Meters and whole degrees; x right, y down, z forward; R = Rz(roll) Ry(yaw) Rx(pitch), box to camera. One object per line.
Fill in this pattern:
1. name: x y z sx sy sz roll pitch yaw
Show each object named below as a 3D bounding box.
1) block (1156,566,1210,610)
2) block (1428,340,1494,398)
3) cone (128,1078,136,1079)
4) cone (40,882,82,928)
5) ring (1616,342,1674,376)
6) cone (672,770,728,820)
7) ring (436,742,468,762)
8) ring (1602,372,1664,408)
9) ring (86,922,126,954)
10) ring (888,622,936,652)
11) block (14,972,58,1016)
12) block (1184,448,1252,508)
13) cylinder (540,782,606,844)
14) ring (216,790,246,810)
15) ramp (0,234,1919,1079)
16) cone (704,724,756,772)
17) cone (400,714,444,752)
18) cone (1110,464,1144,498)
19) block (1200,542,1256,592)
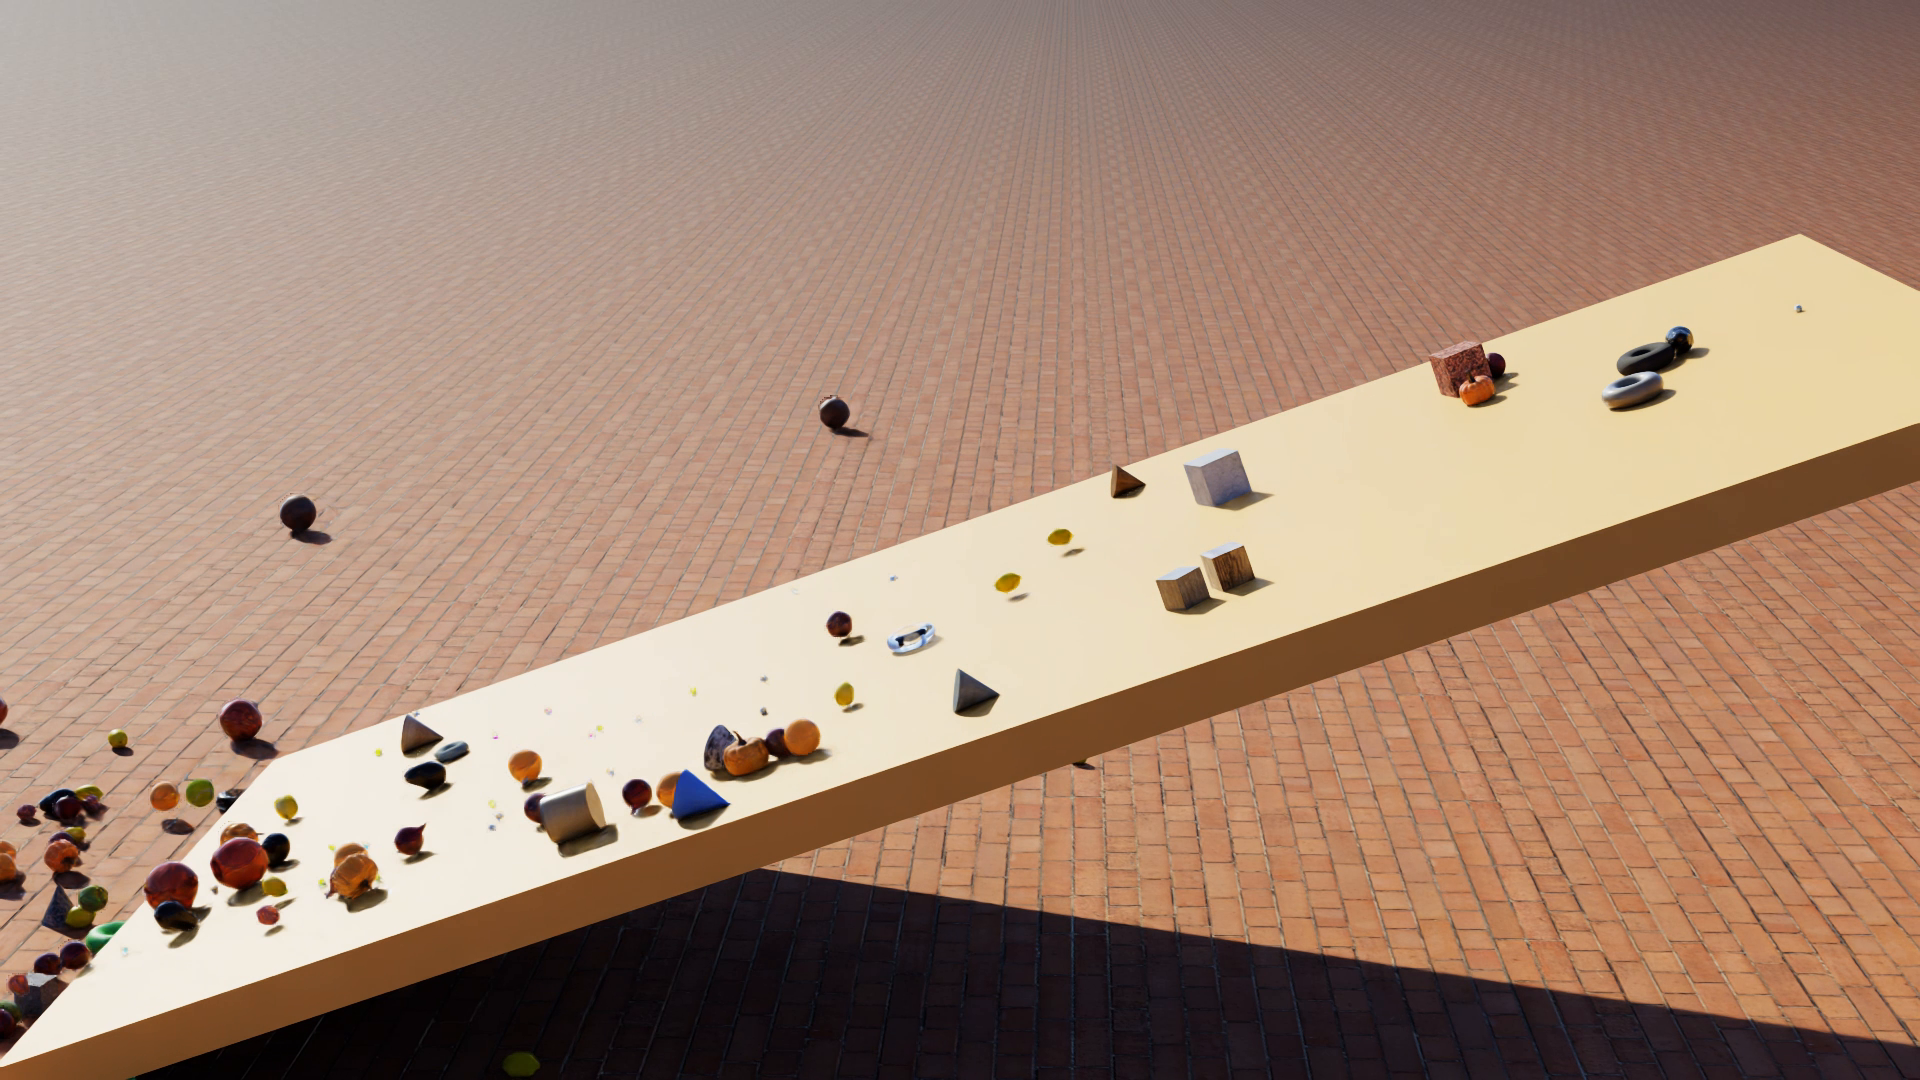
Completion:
1. block: 0.433 0.094 5.711 0.065 0.065 0.065 -27 13 -31
2. block: 1.140 -0.388 6.688 0.096 0.096 0.096 -22 11 -8
3. cone: -1.623 1.056 5.630 0.070 0.070 0.070 -24 0 29
4. cone: -2.016 0.810 6.588 0.091 0.091 0.091 0 13 0
5. ring: 1.458 -0.384 6.253 0.125 0.042 0.125 -20 12 4
6. cone: -0.475 0.485 5.498 0.096 0.096 0.096 11 15 11
7. ring: -1.167 0.485 6.754 0.079 0.026 0.079 -19 12 4
8. ring: 1.377 -0.306 6.020 0.130 0.043 0.130 -20 12 5
9. ring: -1.836 0.871 6.421 0.140 0.047 0.140 0 11 0
10. ring: -0.103 0.205 6.199 0.109 0.036 0.109 -18 12 4
11. block: -1.909 0.938 6.079 0.063 0.063 0.063 3 13 14
12. block: 0.568 -0.138 6.496 0.096 0.096 0.096 -23 12 -16
13. cylinder: -0.744 0.525 5.647 0.095 0.095 0.095 -19 11 8
14. ring: -1.819 0.655 7.406 0.109 0.036 0.109 1 11 0
15. ramp: 0.113 0.178 6.300 4.000 0.100 2.000 -19 11 6
16. cone: -0.437 0.419 5.748 0.095 0.095 0.095 14 17 22
17. cone: -1.272 0.465 6.992 0.095 0.095 0.095 7 13 -1
18. cone: 0.401 -0.135 6.934 0.079 0.079 0.079 6 12 -7
19. block: 0.522 0.052 5.741 0.071 0.071 0.071 -22 11 -11
